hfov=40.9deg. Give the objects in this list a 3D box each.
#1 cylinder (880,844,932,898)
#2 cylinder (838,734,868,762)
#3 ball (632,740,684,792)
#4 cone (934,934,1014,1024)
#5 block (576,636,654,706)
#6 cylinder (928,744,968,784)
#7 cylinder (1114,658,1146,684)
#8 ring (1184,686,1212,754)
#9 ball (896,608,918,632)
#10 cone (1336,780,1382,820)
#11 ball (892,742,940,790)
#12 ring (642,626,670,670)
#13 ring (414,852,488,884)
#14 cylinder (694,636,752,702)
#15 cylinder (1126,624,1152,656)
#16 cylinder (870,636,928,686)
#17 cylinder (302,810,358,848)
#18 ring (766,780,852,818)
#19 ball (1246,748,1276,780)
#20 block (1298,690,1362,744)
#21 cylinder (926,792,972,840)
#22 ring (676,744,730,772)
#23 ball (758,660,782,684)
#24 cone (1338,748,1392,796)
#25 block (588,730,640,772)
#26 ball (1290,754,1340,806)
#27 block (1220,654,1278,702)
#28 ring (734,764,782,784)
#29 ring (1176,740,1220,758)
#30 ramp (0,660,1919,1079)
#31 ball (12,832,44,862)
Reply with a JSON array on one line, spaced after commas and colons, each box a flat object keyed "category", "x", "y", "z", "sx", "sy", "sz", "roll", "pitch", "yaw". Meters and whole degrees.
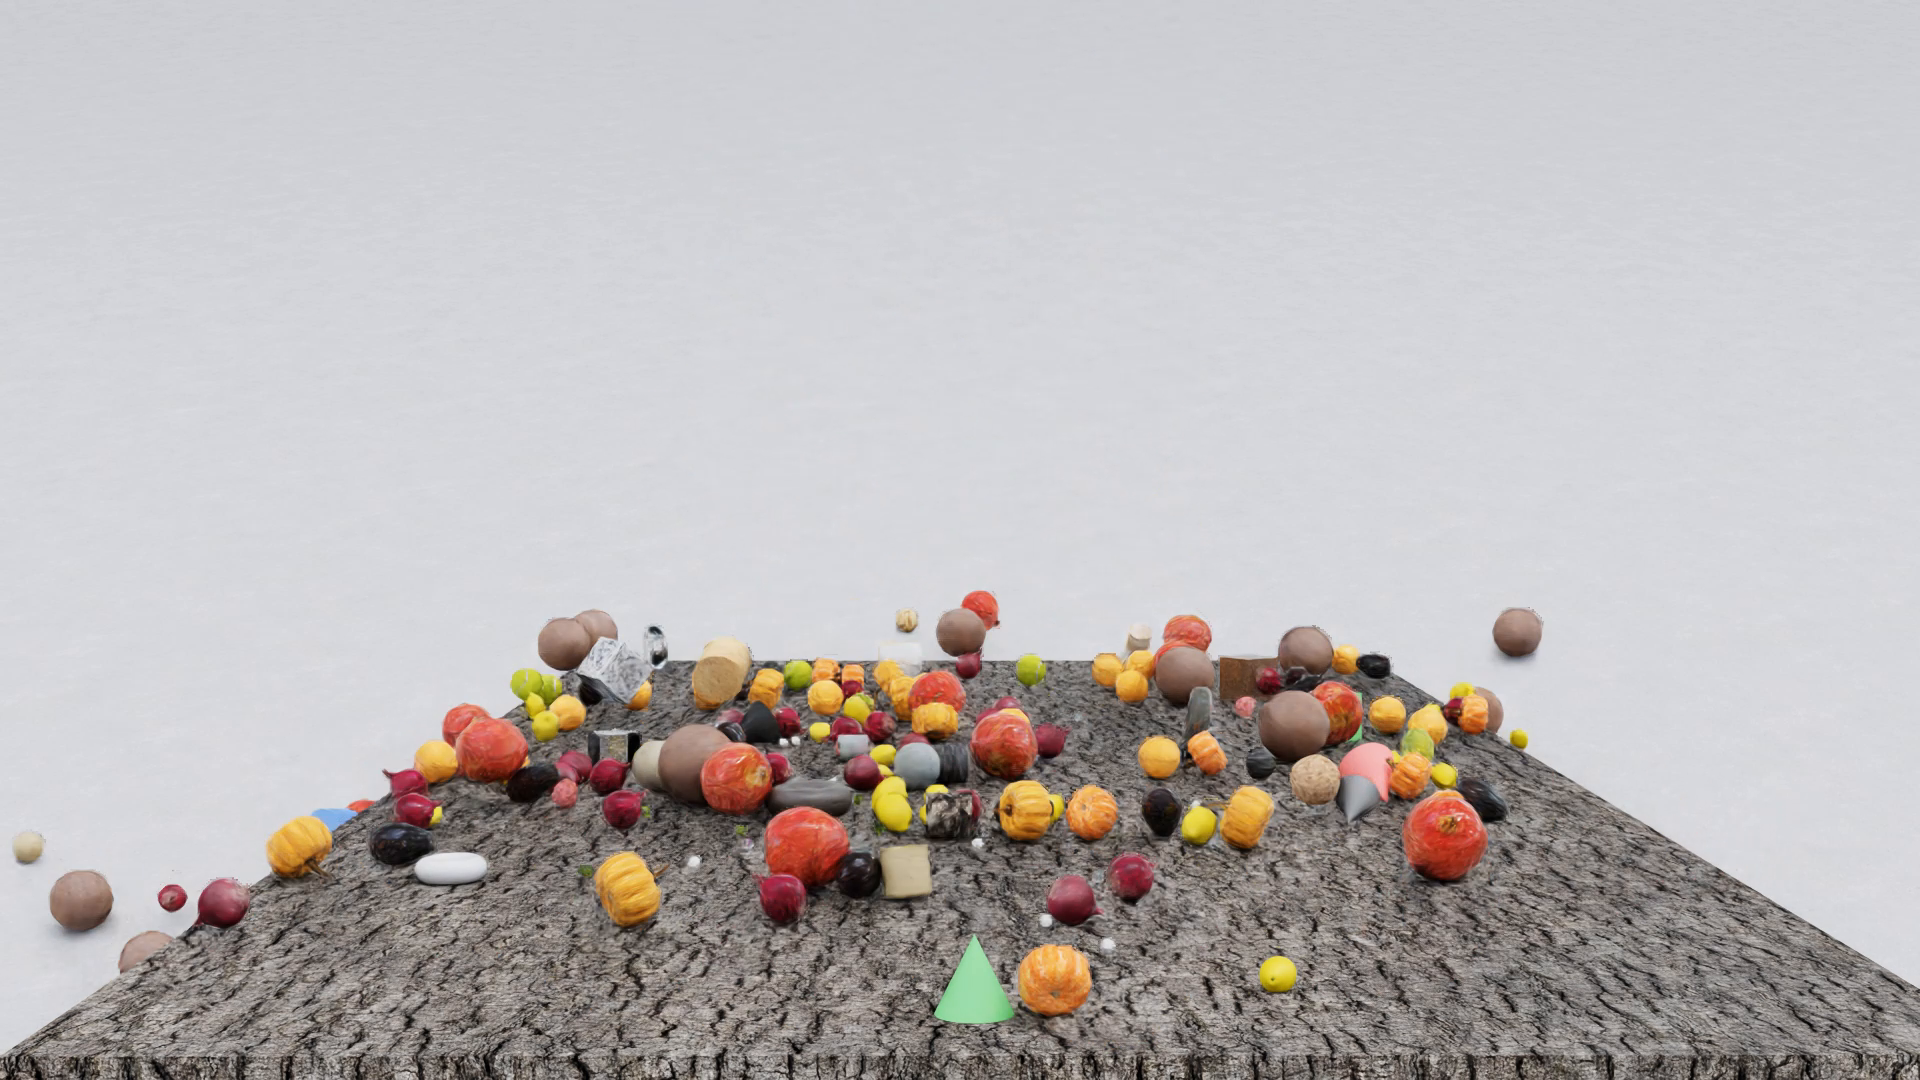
[{"category": "cylinder", "x": -0.070, "y": 0.431, "z": 3.346, "sx": 0.063, "sy": 0.063, "sz": 0.063, "roll": -7, "pitch": -3, "yaw": 0}, {"category": "cylinder", "x": -0.194, "y": 0.376, "z": 4.645, "sx": 0.051, "sy": 0.051, "sz": 0.051, "roll": 0, "pitch": 22, "yaw": -3}, {"category": "ball", "x": -0.504, "y": 0.377, "z": 4.286, "sx": 0.086, "sy": 0.086, "sz": 0.086, "roll": 0, "pitch": 22, "yaw": 0}, {"category": "cone", "x": 0.015, "y": 0.457, "z": 2.708, "sx": 0.085, "sy": 0.085, "sz": 0.085, "roll": 0, "pitch": 3, "yaw": 0}, {"category": "block", "x": -0.704, "y": 0.266, "z": 5.240, "sx": 0.093, "sy": 0.093, "sz": 0.093, "roll": 9, "pitch": 59, "yaw": 51}, {"category": "cylinder", "x": -0.024, "y": 0.381, "z": 4.377, "sx": 0.065, "sy": 0.065, "sz": 0.065, "roll": 0, "pitch": 21, "yaw": -9}, {"category": "cylinder", "x": 0.392, "y": 0.302, "z": 5.952, "sx": 0.060, "sy": 0.060, "sz": 0.060, "roll": -5, "pitch": -2, "yaw": -12}, {"category": "ring", "x": 0.428, "y": 0.325, "z": 4.625, "sx": 0.042, "sy": 0.125, "sz": 0.125, "roll": 8, "pitch": 22, "yaw": 5}, {"category": "ball", "x": -0.143, "y": 0.216, "z": 6.922, "sx": 0.063, "sy": 0.063, "sz": 0.063, "roll": 0, "pitch": 22, "yaw": 0}, {"category": "cone", "x": 0.610, "y": 0.417, "z": 3.996, "sx": 0.075, "sy": 0.075, "sz": 0.075, "roll": 10, "pitch": 11, "yaw": 24}, {"category": "ball", "x": -0.072, "y": 0.378, "z": 4.301, "sx": 0.080, "sy": 0.080, "sz": 0.080, "roll": 0, "pitch": 22, "yaw": 0}, {"category": "ring", "x": -0.741, "y": 0.261, "z": 6.259, "sx": 0.036, "sy": 0.109, "sz": 0.109, "roll": 1, "pitch": 18, "yaw": -32}, {"category": "ring", "x": -0.689, "y": 0.445, "z": 3.480, "sx": 0.097, "sy": 0.032, "sz": 0.097, "roll": -1, "pitch": 3, "yaw": 0}, {"category": "cylinder", "x": -0.463, "y": 0.252, "z": 5.010, "sx": 0.098, "sy": 0.098, "sz": 0.098, "roll": 2, "pitch": 20, "yaw": 5}, {"category": "cylinder", "x": 0.471, "y": 0.261, "z": 6.759, "sx": 0.060, "sy": 0.060, "sz": 0.060, "roll": 4, "pitch": 43, "yaw": -4}, {"category": "cylinder", "x": -0.141, "y": 0.285, "z": 5.941, "sx": 0.096, "sy": 0.096, "sz": 0.096, "roll": -28, "pitch": 28, "yaw": -8}, {"category": "cylinder", "x": -1.088, "y": 0.507, "z": 4.471, "sx": 0.077, "sy": 0.077, "sz": 0.077, "roll": 8, "pitch": -3, "yaw": 20}, {"category": "ring", "x": -0.239, "y": 0.409, "z": 4.051, "sx": 0.138, "sy": 0.046, "sz": 0.138, "roll": -1, "pitch": 3, "yaw": 0}, {"category": "ball", "x": 0.517, "y": 0.386, "z": 4.429, "sx": 0.052, "sy": 0.052, "sz": 0.052, "roll": 0, "pitch": 22, "yaw": 0}, {"category": "block", "x": 0.712, "y": 0.340, "z": 4.956, "sx": 0.089, "sy": 0.089, "sz": 0.089, "roll": 2, "pitch": 4, "yaw": 37}, {"category": "cylinder", "x": -0.017, "y": 0.409, "z": 3.810, "sx": 0.068, "sy": 0.068, "sz": 0.068, "roll": 0, "pitch": 22, "yaw": 0}, {"category": "ring", "x": -0.465, "y": 0.386, "z": 4.567, "sx": 0.117, "sy": 0.039, "sz": 0.117, "roll": -1, "pitch": 4, "yaw": 0}, {"category": "ball", "x": -0.439, "y": 0.307, "z": 5.965, "sx": 0.055, "sy": 0.055, "sz": 0.055, "roll": 0, "pitch": 22, "yaw": 0}, {"category": "cone", "x": 0.682, "y": 0.401, "z": 4.212, "sx": 0.098, "sy": 0.098, "sz": 0.098, "roll": -9, "pitch": 12, "yaw": -21}, {"category": "block", "x": -0.615, "y": 0.373, "z": 4.560, "sx": 0.065, "sy": 0.065, "sz": 0.065, "roll": 3, "pitch": 4, "yaw": 44}, {"category": "ball", "x": 0.553, "y": 0.374, "z": 4.007, "sx": 0.079, "sy": 0.079, "sz": 0.079, "roll": 0, "pitch": 22, "yaw": 0}, {"category": "block", "x": 0.637, "y": 0.303, "z": 5.665, "sx": 0.091, "sy": 0.091, "sz": 0.091, "roll": -2, "pitch": 4, "yaw": -36}, {"category": "ring", "x": -0.346, "y": 0.400, "z": 4.403, "sx": 0.083, "sy": 0.028, "sz": 0.083, "roll": -1, "pitch": 4, "yaw": 0}, {"category": "ring", "x": 0.437, "y": 0.383, "z": 4.718, "sx": 0.084, "sy": 0.028, "sz": 0.084, "roll": -2, "pitch": 3, "yaw": 0}, {"category": "ramp", "x": 0.050, "y": 0.457, "z": 4.533, "sx": 2.000, "sy": 0.100, "sz": 4.000, "roll": 0, "pitch": 3, "yaw": 0}, {"category": "ball", "x": -2.081, "y": 0.685, "z": 5.742, "sx": 0.068, "sy": 0.068, "sz": 0.068, "roll": 0, "pitch": 22, "yaw": 0}]
